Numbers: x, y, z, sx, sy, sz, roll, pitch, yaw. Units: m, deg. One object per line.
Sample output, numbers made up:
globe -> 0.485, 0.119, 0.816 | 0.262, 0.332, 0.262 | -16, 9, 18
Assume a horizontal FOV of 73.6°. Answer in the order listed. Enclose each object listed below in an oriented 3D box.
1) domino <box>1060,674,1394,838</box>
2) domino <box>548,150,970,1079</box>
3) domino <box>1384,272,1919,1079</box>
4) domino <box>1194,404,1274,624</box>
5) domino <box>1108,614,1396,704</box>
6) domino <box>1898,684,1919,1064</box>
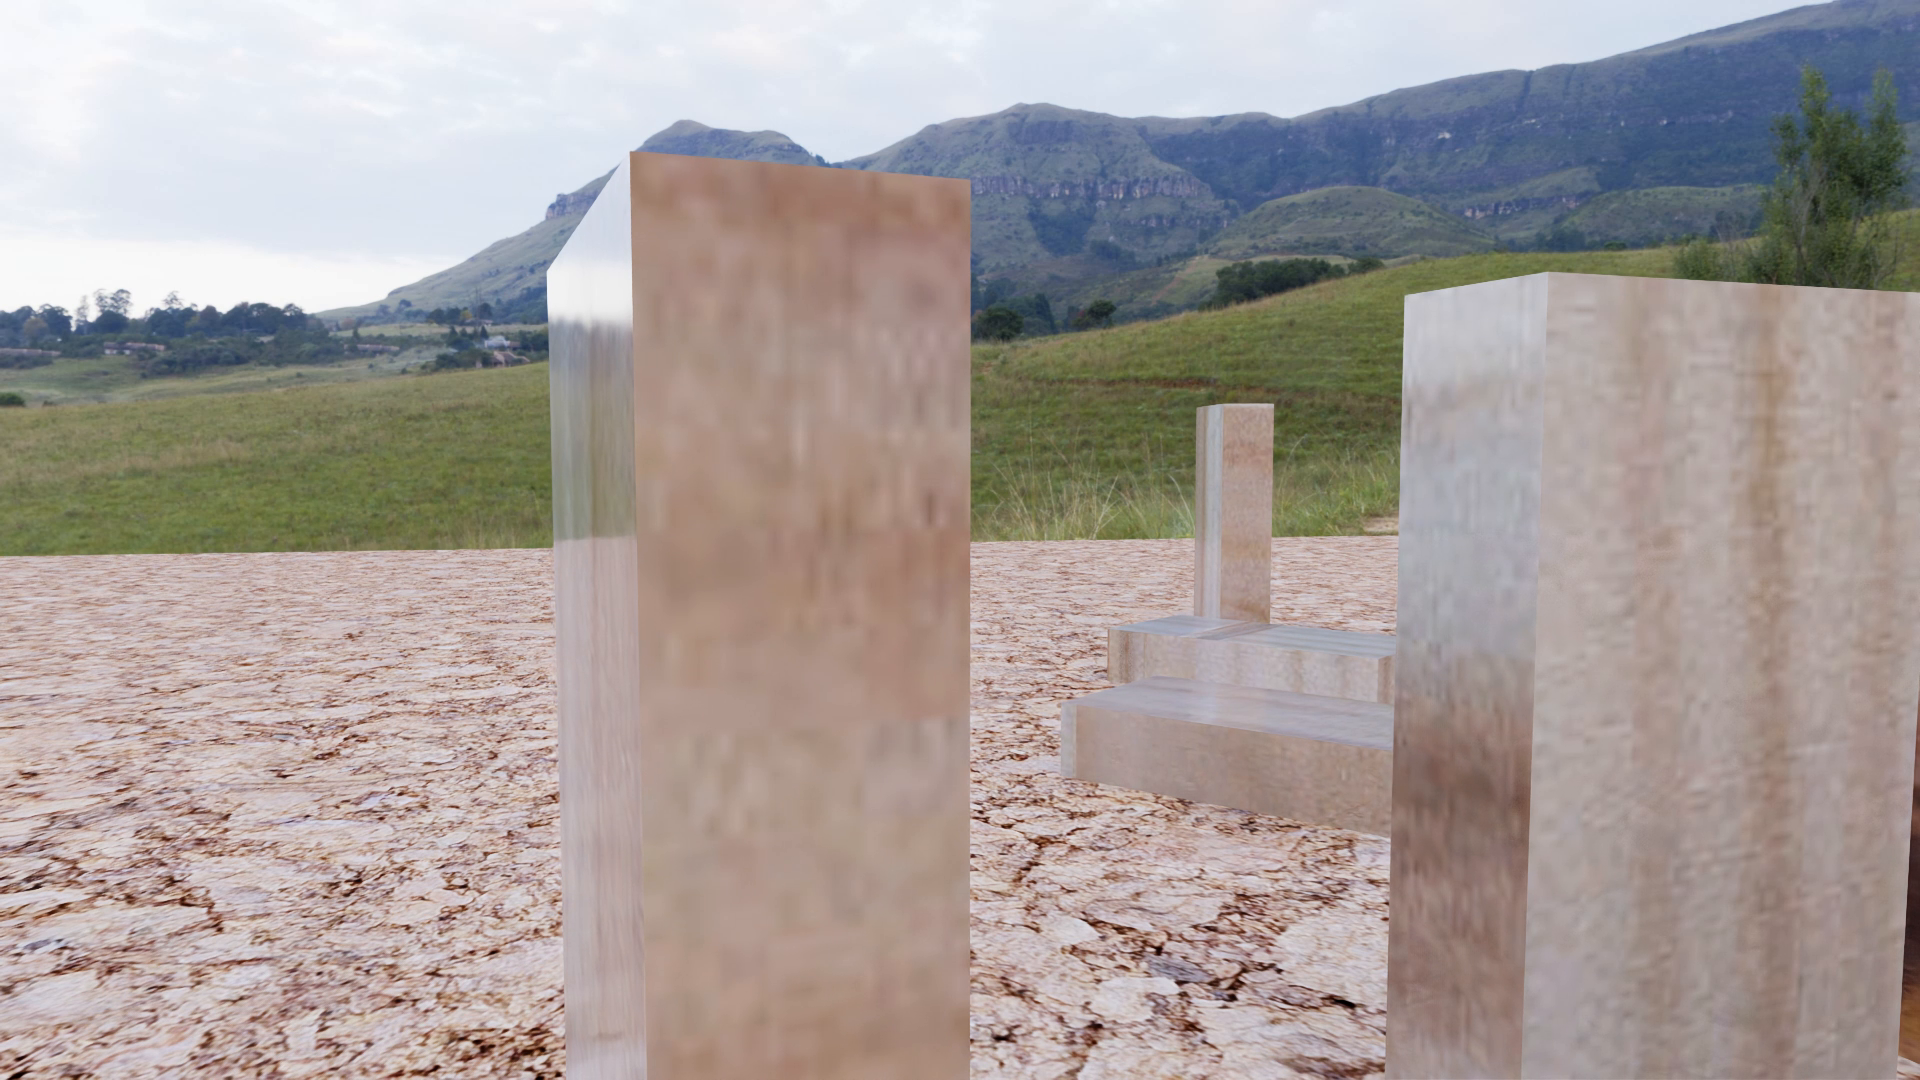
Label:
domino -> 0.040, 0.026, 0.159 | 0.050, 0.010, 0.025 | 3, 5, 38
domino -> -0.009, 0.014, 0.048 | 0.010, 0.050, 0.025 | -2, 5, -22
domino -> 0.036, 0.013, 0.067 | 0.025, 0.050, 0.009 | -2, 5, -20
domino -> 0.054, -0.002, 0.255 | 0.010, 0.050, 0.025 | 0, 4, -1
domino -> 0.054, 0.021, 0.223 | 0.050, 0.010, 0.025 | 4, 6, 41
domino -> 0.073, 0.011, 0.082 | 0.009, 0.050, 0.025 | -2, 5, -22
